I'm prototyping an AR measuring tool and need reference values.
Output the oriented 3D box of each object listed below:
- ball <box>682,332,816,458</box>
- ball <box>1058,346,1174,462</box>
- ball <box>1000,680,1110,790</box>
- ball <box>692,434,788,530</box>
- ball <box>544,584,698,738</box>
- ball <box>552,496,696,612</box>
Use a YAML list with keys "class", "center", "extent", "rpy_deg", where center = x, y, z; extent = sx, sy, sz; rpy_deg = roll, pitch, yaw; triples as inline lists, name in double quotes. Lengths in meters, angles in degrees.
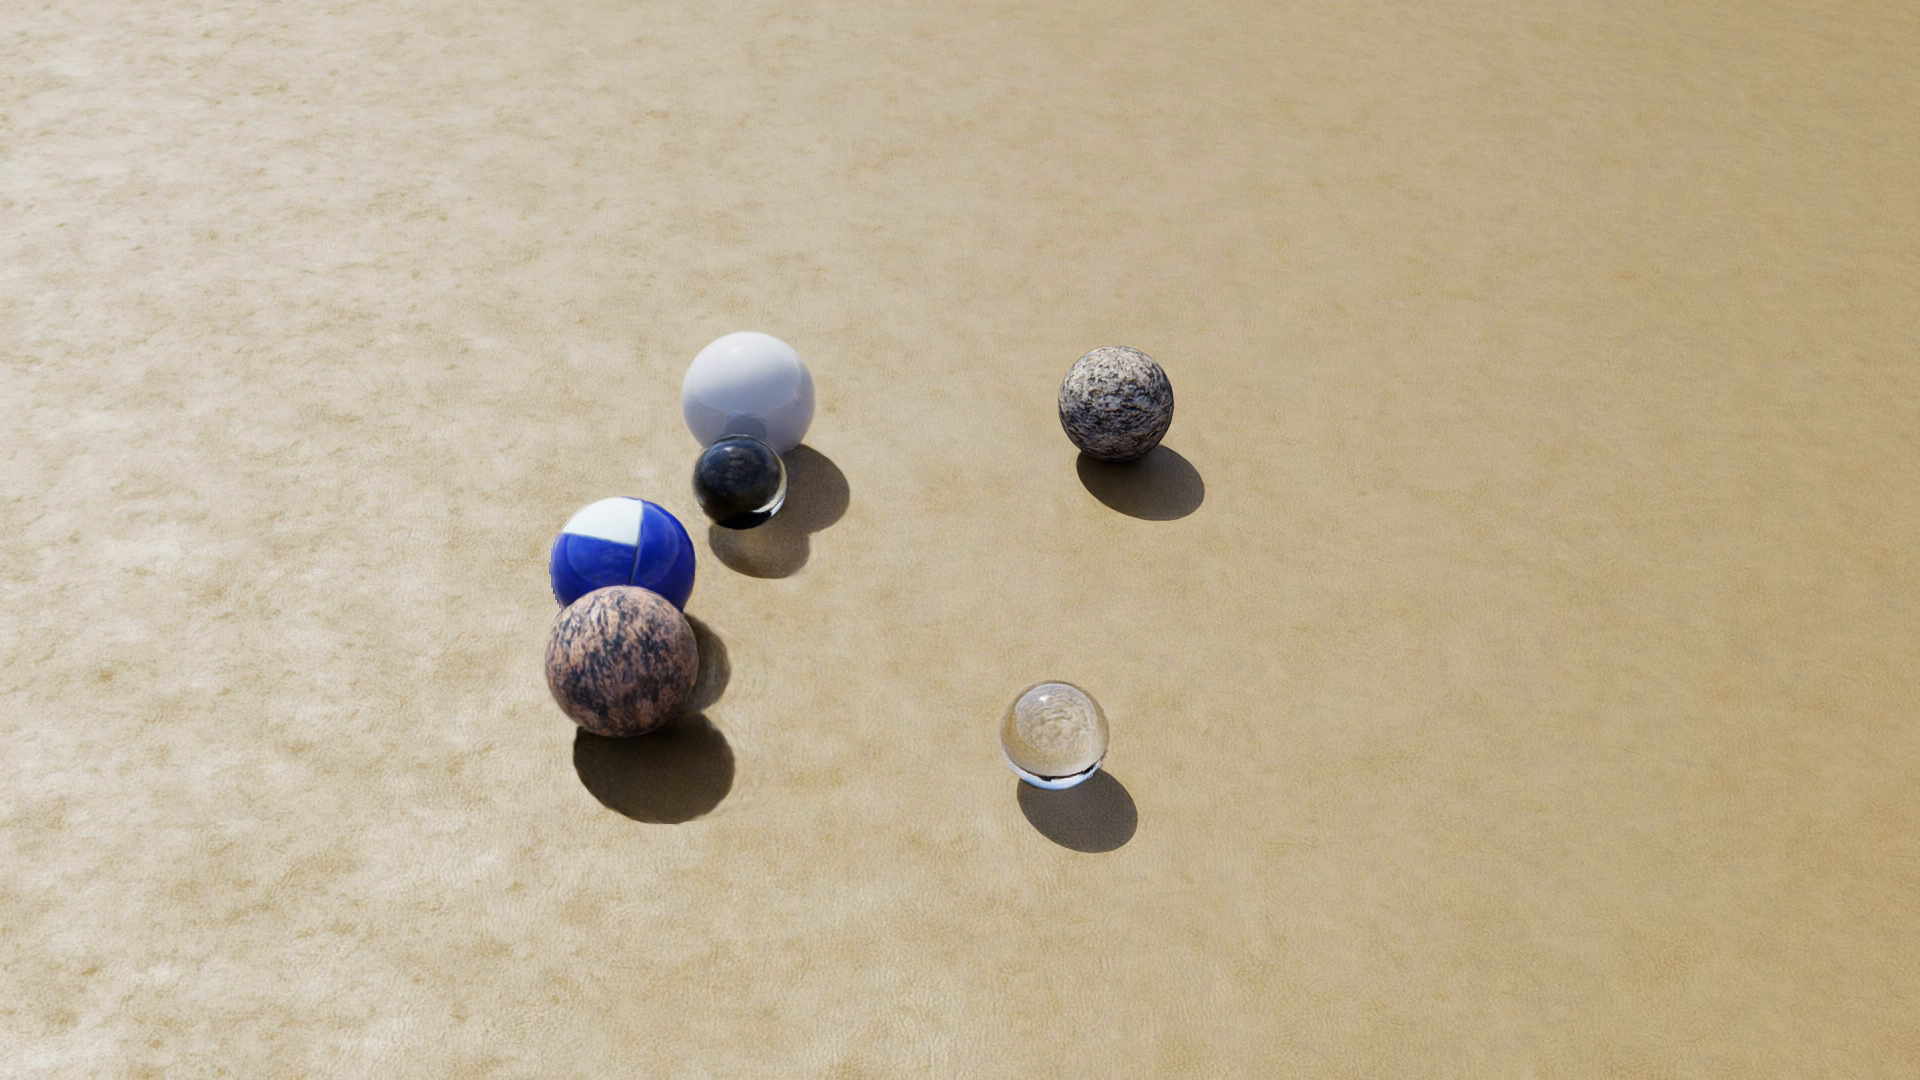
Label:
- class: "ball"
  center: [-0.137, -0.091, 1.665]
  extent: [0.088, 0.088, 0.088]
  rpy_deg: [0, 36, 0]
- class: "ball"
  center: [0.102, -0.089, 1.672]
  extent: [0.076, 0.076, 0.076]
  rpy_deg: [0, 36, 0]
- class: "ball"
  center: [0.052, 0.108, 1.418]
  extent: [0.061, 0.061, 0.061]
  rpy_deg: [0, 36, 0]
- class: "ball"
  center: [-0.139, -0.036, 1.614]
  extent: [0.060, 0.060, 0.060]
  rpy_deg: [0, 36, 0]
- class: "ball"
  center: [-0.191, 0.069, 1.450]
  extent: [0.086, 0.086, 0.086]
  rpy_deg: [0, 36, 0]
- class: "ball"
  center: [-0.199, 0.017, 1.521]
  extent: [0.086, 0.086, 0.086]
  rpy_deg: [0, 36, 0]
